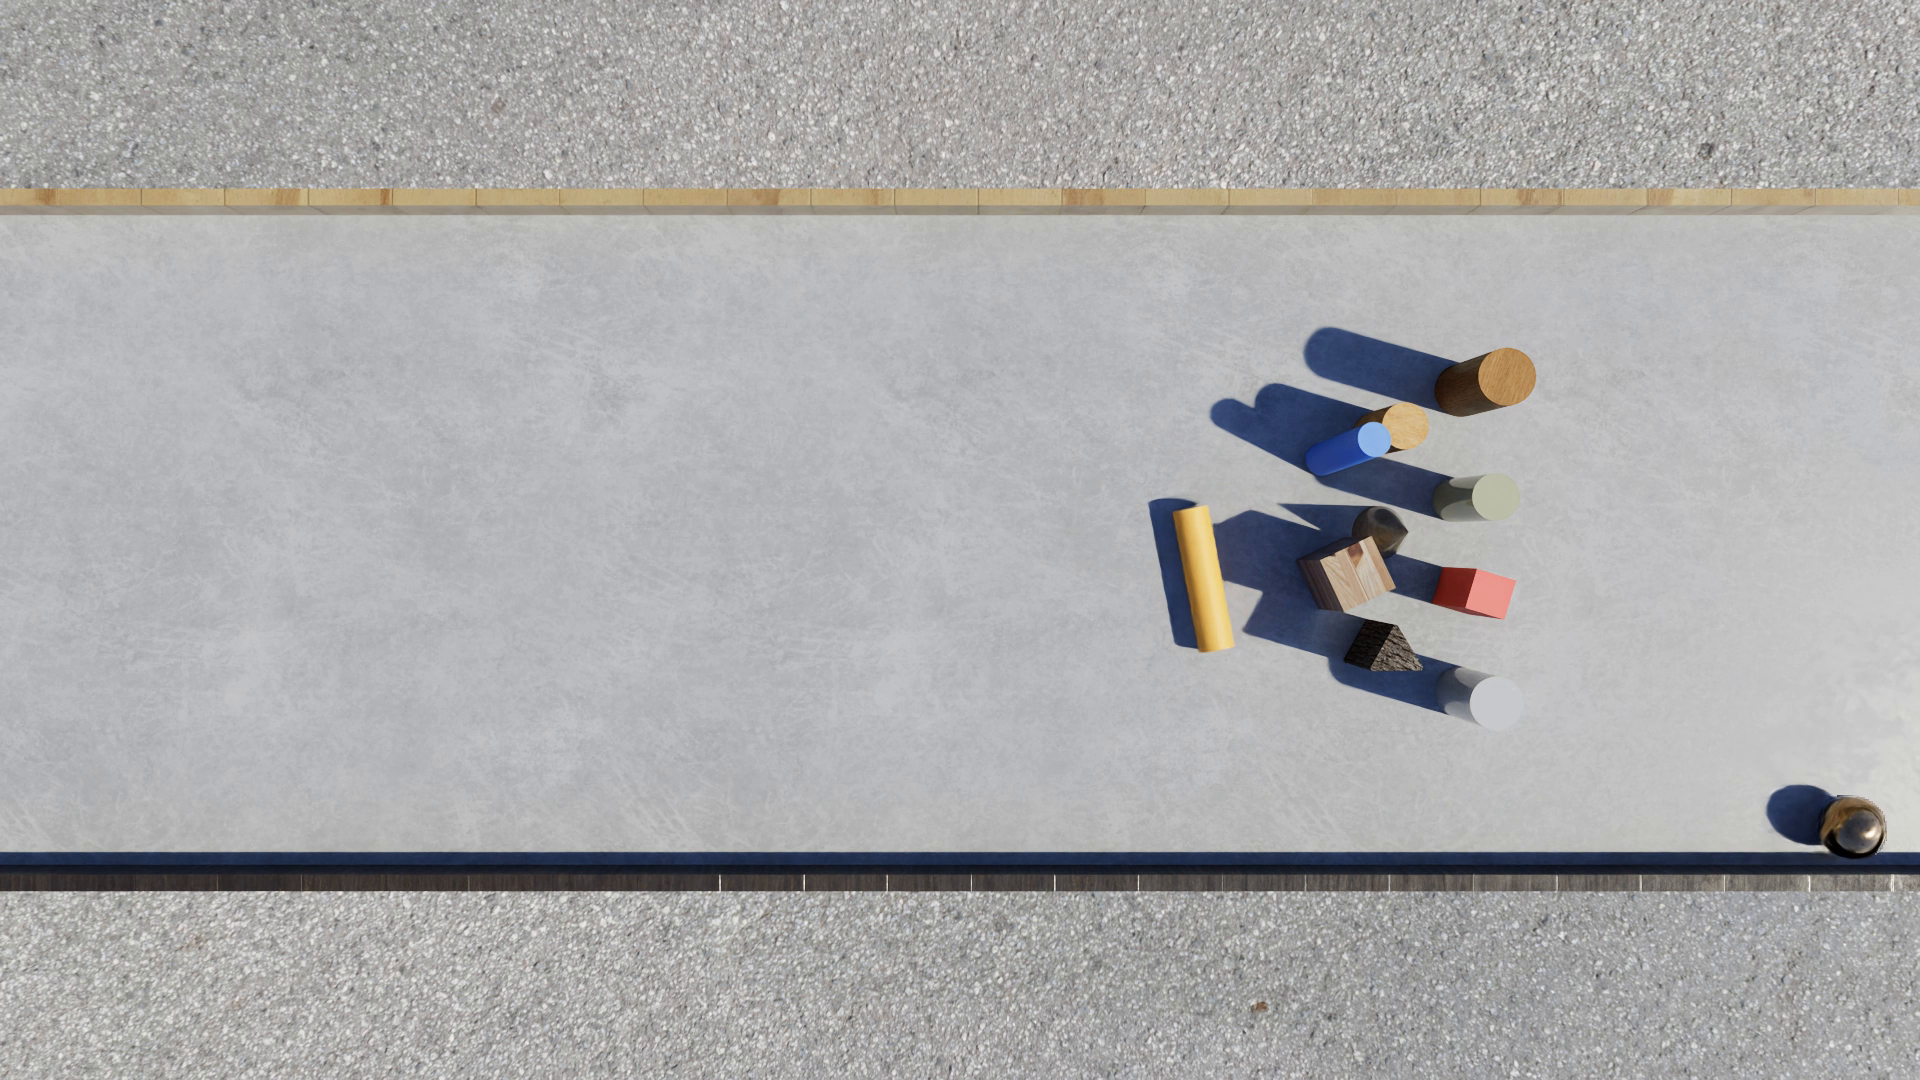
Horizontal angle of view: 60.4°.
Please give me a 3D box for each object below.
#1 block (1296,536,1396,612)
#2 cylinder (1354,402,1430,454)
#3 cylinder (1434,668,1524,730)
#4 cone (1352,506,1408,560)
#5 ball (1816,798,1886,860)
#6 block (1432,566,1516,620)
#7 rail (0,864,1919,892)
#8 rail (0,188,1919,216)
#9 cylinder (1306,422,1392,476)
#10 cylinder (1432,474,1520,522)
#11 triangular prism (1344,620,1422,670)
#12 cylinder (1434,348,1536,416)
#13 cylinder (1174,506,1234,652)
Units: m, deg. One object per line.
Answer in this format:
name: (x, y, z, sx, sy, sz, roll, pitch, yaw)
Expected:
block: (1.145, 0.100, 4.917, 0.165, 0.314, 0.165, -25, 90, -2)
cylinder: (1.279, -0.327, 4.911, 0.136, 0.328, 0.136, 0, 90, -1)
cylinder: (1.539, 0.468, 4.901, 0.155, 0.351, 0.155, 0, 90, 0)
cone: (1.289, -0.022, 4.907, 0.165, 0.339, 0.165, 0, 90, 0)
ball: (2.692, 0.871, 4.984, 0.184, 0.184, 0.184, 0, 90, 0)
block: (1.526, 0.156, 4.908, 0.117, 0.336, 0.117, 17, 90, 0)
rail: (-2.247, 1.025, 5.001, 12.000, 0.150, 0.050, 0, 90, 0)
rail: (-2.247, -1.025, 5.002, 12.000, 0.150, 0.050, 0, 90, 0)
cylinder: (1.145, -0.267, 4.882, 0.101, 0.375, 0.101, 1, 84, -11)
cylinder: (1.521, -0.122, 4.877, 0.136, 0.399, 0.136, 0, 90, 0)
triangular prism: (1.255, 0.308, 4.910, 0.149, 0.334, 0.129, -1, 90, 0)
cylinder: (1.542, -0.460, 4.862, 0.164, 0.429, 0.164, 0, 90, 0)
cylinder: (0.743, 0.118, 5.022, 0.109, 0.109, 0.436, -11, 90, 0)
